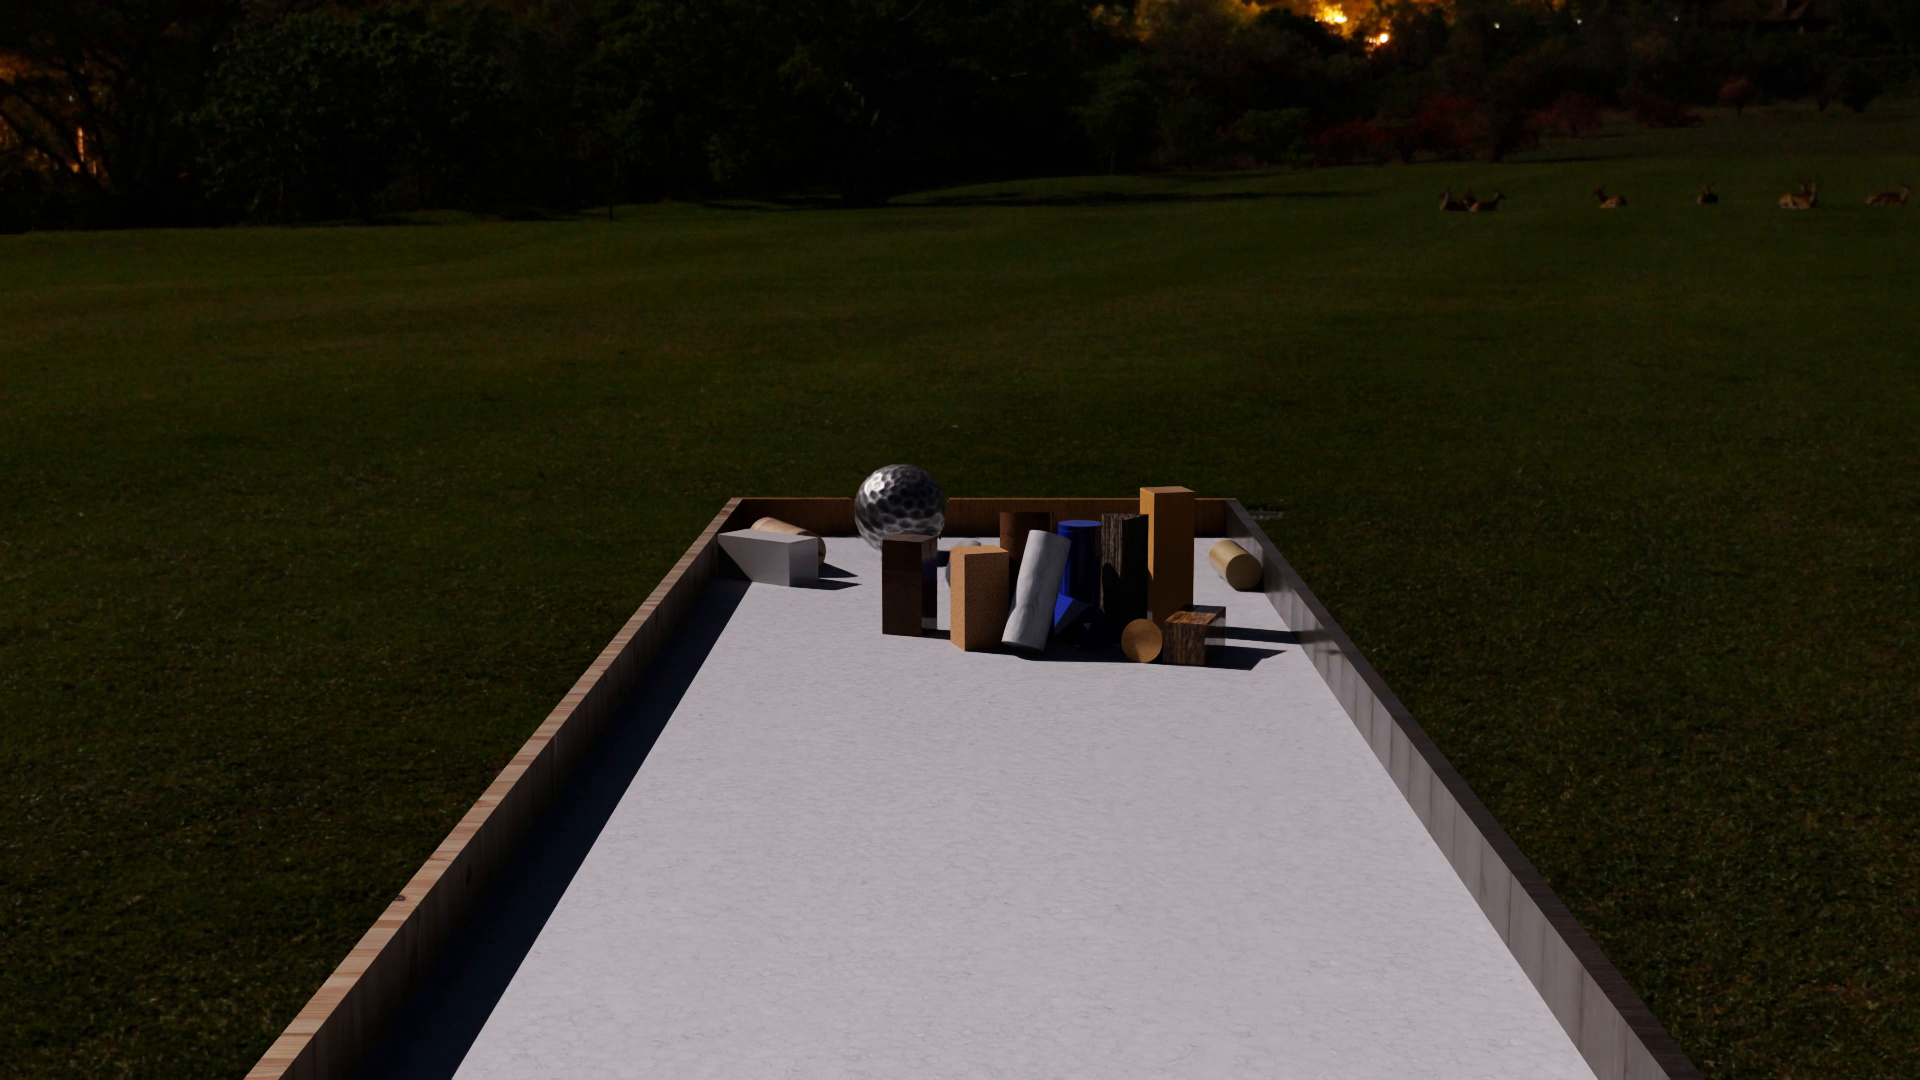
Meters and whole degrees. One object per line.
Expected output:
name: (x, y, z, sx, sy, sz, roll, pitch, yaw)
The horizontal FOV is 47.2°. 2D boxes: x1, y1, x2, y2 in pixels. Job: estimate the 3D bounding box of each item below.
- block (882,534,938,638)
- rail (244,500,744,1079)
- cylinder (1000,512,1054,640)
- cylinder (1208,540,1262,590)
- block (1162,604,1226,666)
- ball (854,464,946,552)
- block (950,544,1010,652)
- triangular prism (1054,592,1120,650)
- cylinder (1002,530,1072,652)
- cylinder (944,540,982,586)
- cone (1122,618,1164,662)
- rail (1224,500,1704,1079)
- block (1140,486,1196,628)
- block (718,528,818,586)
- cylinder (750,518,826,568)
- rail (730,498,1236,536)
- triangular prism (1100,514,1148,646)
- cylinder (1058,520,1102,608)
block: (-0.162, 0.145, 7.109, 0.137, 0.308, 0.137, 3, 10, 20)
rail: (-1.004, 0.839, 3.234, 0.050, 0.150, 12.000, 0, 9, 1)
cylinder: (0.212, 0.112, 6.959, 0.172, 0.400, 0.172, 0, 1, 0)
cylinder: (1.003, 0.090, 8.023, 0.133, 0.133, 0.326, -1, 9, -4)
block: (0.722, 0.291, 6.764, 0.128, 0.128, 0.306, 3, 9, 18)
ball: (-0.233, -0.117, 8.590, 0.363, 0.363, 0.363, 0, 9, 0)
block: (0.061, 0.180, 6.894, 0.146, 0.305, 0.146, -3, 10, -18)
triangular prism: (0.376, 0.252, 6.995, 0.145, 0.125, 0.305, -4, 10, -23)
cylinder: (0.237, 0.159, 6.793, 0.135, 0.356, 0.135, 14, -9, 2)
cylinder: (0.022, 0.090, 8.032, 0.128, 0.128, 0.391, 1, 9, 4)
cone: (0.629, 0.314, 6.815, 0.135, 0.135, 0.345, 5, -1, 27)
rail: (1.046, 0.843, 3.208, 0.050, 0.150, 12.000, 0, 9, 1)
block: (0.673, 0.062, 7.166, 0.139, 0.455, 0.139, -2, 9, -14)
block: (-0.707, 0.064, 8.091, 0.345, 0.161, 0.161, 7, 11, 36)
cylinder: (-0.661, 0.019, 8.371, 0.163, 0.163, 0.396, -4, 10, -26)
rail: (0.099, -0.098, 9.147, 2.100, 0.150, 0.050, 0, 9, 1)
triangular prism: (0.500, 0.121, 6.962, 0.128, 0.402, 0.147, 7, 11, 36)
cylinder: (0.396, 0.112, 7.220, 0.150, 0.338, 0.150, 0, 9, 0)
